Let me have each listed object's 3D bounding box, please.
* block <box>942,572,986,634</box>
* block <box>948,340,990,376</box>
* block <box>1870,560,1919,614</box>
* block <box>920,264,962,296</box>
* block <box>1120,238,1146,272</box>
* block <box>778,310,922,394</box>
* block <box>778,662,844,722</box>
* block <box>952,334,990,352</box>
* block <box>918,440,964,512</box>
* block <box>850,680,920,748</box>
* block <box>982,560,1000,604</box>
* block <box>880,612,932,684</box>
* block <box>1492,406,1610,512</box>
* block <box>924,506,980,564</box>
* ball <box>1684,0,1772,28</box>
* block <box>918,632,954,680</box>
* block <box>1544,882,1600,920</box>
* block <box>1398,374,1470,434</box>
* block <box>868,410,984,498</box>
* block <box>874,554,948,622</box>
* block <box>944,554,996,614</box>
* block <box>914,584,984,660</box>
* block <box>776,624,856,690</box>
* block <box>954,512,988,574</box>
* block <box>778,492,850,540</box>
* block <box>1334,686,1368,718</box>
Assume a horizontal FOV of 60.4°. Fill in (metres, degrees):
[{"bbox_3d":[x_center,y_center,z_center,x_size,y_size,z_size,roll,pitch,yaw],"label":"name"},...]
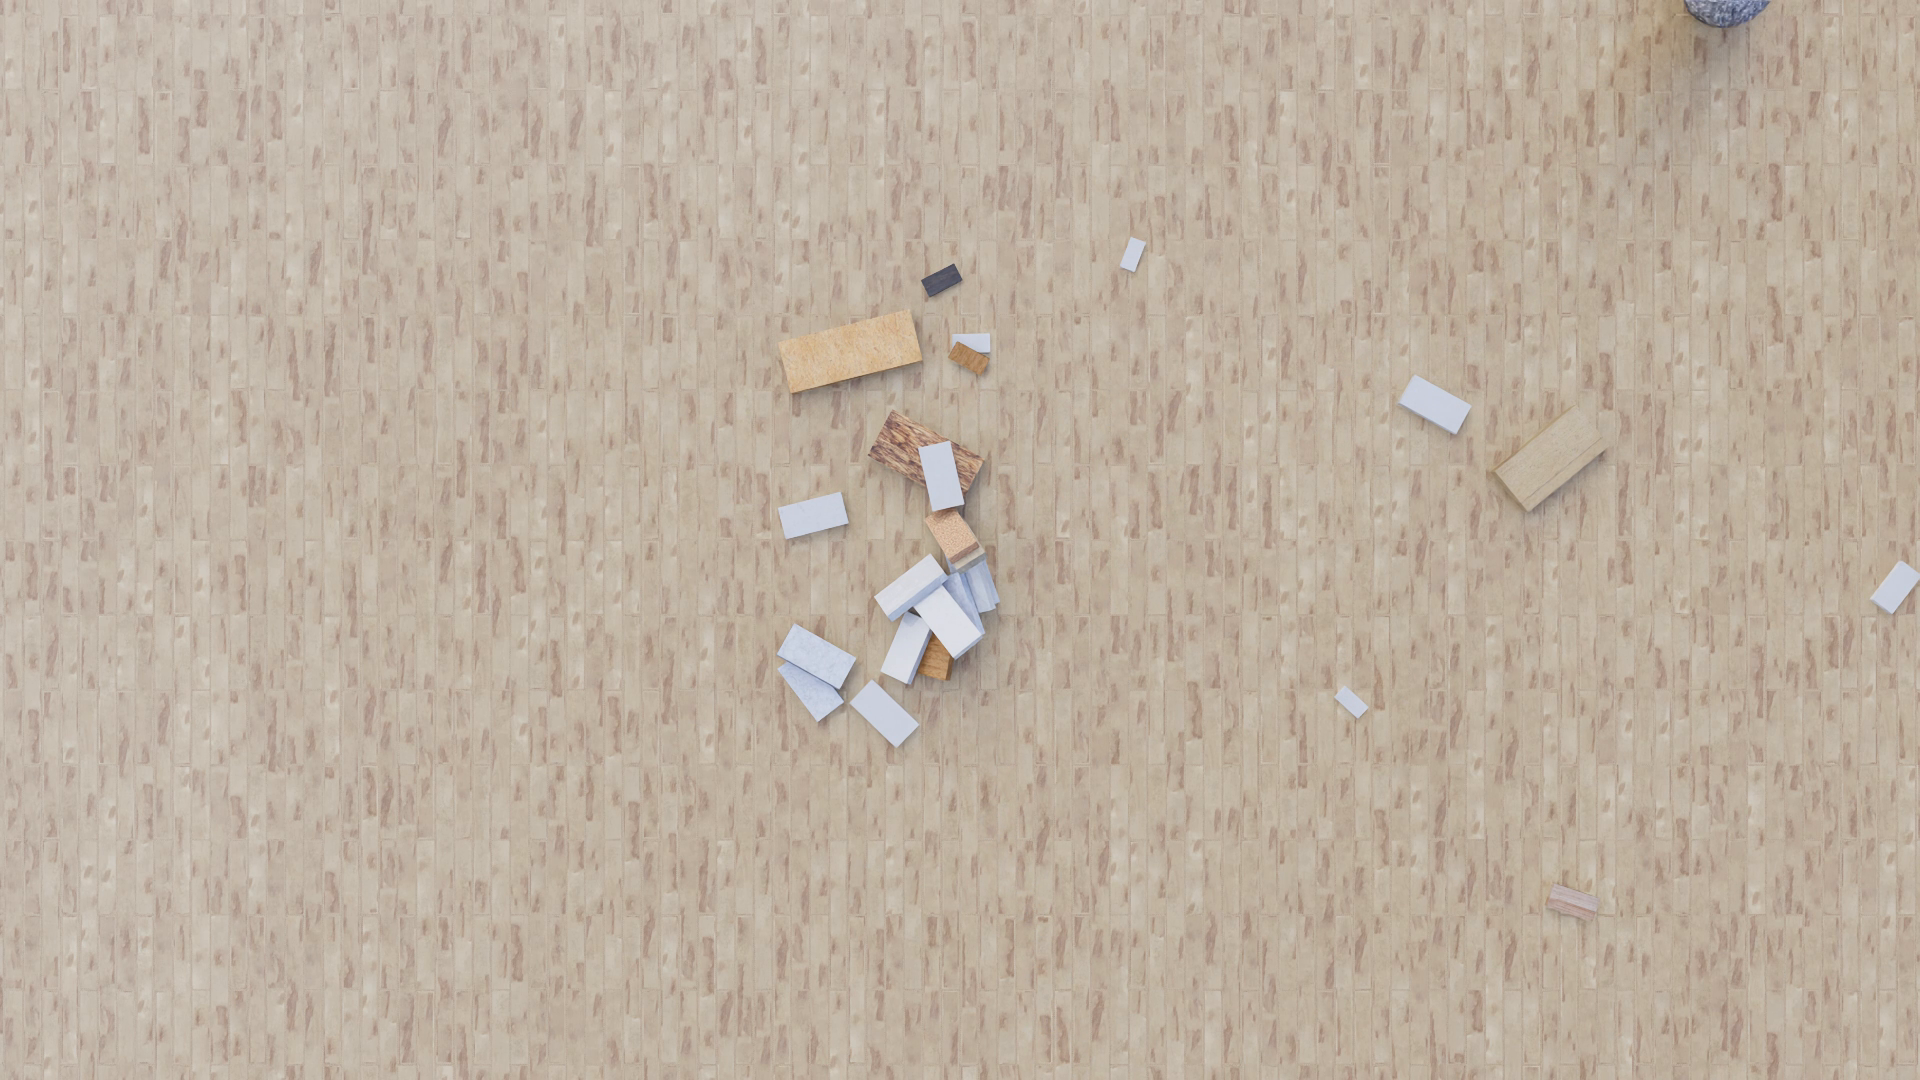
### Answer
[{"bbox_3d":[-0.004,0.221,5.456,0.110,0.031,0.220,-19,90,35],"label":"block"},{"bbox_3d":[0.030,-0.604,5.478,0.124,0.018,0.062,28,102,-7],"label":"block"},{"bbox_3d":[3.114,0.158,5.489,0.080,0.023,0.160,37,90,0],"label":"block"},{"bbox_3d":[-0.061,-0.865,5.491,0.124,0.018,0.062,-27,90,0],"label":"block"},{"bbox_3d":[0.575,-0.950,5.493,0.052,0.015,0.104,21,90,0],"label":"block"},{"bbox_3d":[-0.363,-0.624,5.475,0.449,0.049,0.174,-14,90,0],"label":"block"},{"bbox_3d":[-0.495,0.482,5.484,0.110,0.031,0.221,-37,90,0],"label":"block"},{"bbox_3d":[0.037,-0.654,5.491,0.124,0.018,0.062,-1,90,0],"label":"block"},{"bbox_3d":[-0.062,-0.210,5.436,0.107,0.030,0.213,-13,90,0],"label":"block"},{"bbox_3d":[-0.251,0.576,5.485,0.217,0.031,0.108,44,90,0],"label":"block"},{"bbox_3d":[0.069,0.143,5.489,0.080,0.023,0.160,-19,90,0],"label":"block"},{"bbox_3d":[-0.171,0.356,5.461,0.108,0.031,0.217,23,90,28],"label":"block"},{"bbox_3d":[1.958,-0.270,5.475,0.347,0.049,0.174,-39,90,0],"label":"block"},{"bbox_3d":[-0.028,-0.024,5.414,0.108,0.030,0.215,-32,46,0],"label":"block"},{"bbox_3d":[2.498,-1.817,5.354,0.293,0.293,0.293,0,90,0],"label":"ball"},{"bbox_3d":[-0.066,0.347,5.455,0.108,0.031,0.217,12,93,31],"label":"block"},{"bbox_3d":[2.038,1.204,5.489,0.160,0.023,0.080,18,90,0],"label":"block"},{"bbox_3d":[1.578,-0.450,5.485,0.213,0.030,0.107,29,90,0],"label":"block"},{"bbox_3d":[-0.112,-0.274,5.475,0.347,0.049,0.174,28,90,0],"label":"block"},{"bbox_3d":[-0.160,0.157,5.444,0.236,0.118,0.033,-38,131,0],"label":"block"},{"bbox_3d":[0.033,0.134,5.453,0.110,0.031,0.220,-16,92,31],"label":"block"},{"bbox_3d":[-0.042,0.262,5.395,0.118,0.033,0.240,-39,68,-1],"label":"block"},{"bbox_3d":[-0.475,0.386,5.457,0.236,0.033,0.118,30,76,-6],"label":"block"},{"bbox_3d":[0.001,0.010,5.414,0.108,0.030,0.215,-32,46,0],"label":"block"},{"bbox_3d":[-0.487,-0.081,5.485,0.215,0.030,0.108,-14,90,0],"label":"block"},{"bbox_3d":[1.303,0.540,5.493,0.104,0.015,0.052,42,90,0],"label":"block"}]
